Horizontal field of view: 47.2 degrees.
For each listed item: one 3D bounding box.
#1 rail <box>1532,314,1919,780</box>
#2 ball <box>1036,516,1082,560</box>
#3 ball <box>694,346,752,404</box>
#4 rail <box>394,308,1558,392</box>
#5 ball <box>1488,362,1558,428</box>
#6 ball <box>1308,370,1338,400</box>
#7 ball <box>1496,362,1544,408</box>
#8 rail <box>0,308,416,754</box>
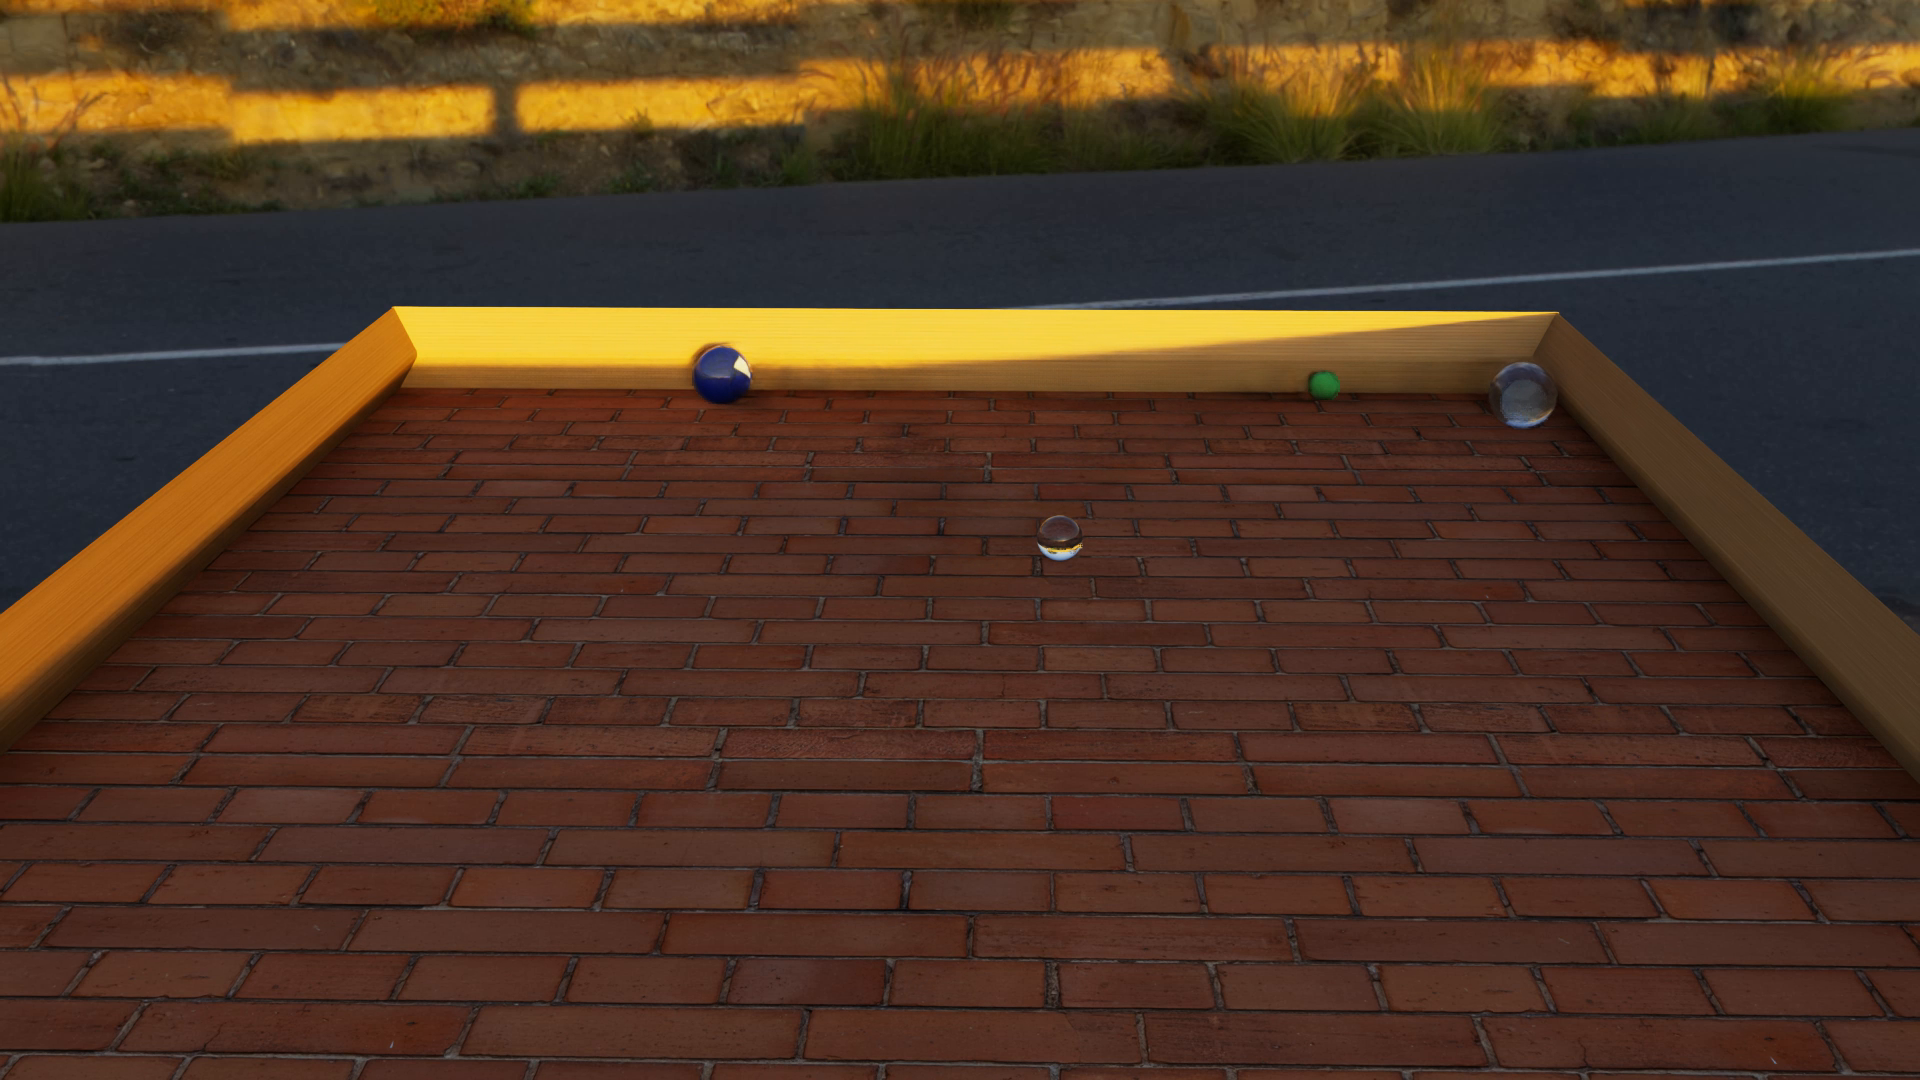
[{"bbox_3d":[0.863,0.241,1.784,0.045,0.128,3.436,0,18,1],"label":"rail"},{"bbox_3d":[0.120,-0.002,2.651,0.055,0.055,0.055,0,18,0],"label":"ball"},{"bbox_3d":[-0.363,-0.253,3.367,0.089,0.089,0.089,0,18,0],"label":"ball"},{"bbox_3d":[0.018,-0.290,3.413,1.811,0.128,0.045,0,18,1],"label":"rail"},{"bbox_3d":[0.826,-0.213,3.228,0.098,0.098,0.098,0,18,0],"label":"ball"},{"bbox_3d":[0.560,-0.238,3.392,0.045,0.045,0.045,0,18,0],"label":"ball"},{"bbox_3d":[0.852,-0.236,3.345,0.070,0.070,0.070,0,18,0],"label":"ball"},{"bbox_3d":[-0.900,0.229,1.821,0.045,0.128,3.436,0,18,1],"label":"rail"}]
